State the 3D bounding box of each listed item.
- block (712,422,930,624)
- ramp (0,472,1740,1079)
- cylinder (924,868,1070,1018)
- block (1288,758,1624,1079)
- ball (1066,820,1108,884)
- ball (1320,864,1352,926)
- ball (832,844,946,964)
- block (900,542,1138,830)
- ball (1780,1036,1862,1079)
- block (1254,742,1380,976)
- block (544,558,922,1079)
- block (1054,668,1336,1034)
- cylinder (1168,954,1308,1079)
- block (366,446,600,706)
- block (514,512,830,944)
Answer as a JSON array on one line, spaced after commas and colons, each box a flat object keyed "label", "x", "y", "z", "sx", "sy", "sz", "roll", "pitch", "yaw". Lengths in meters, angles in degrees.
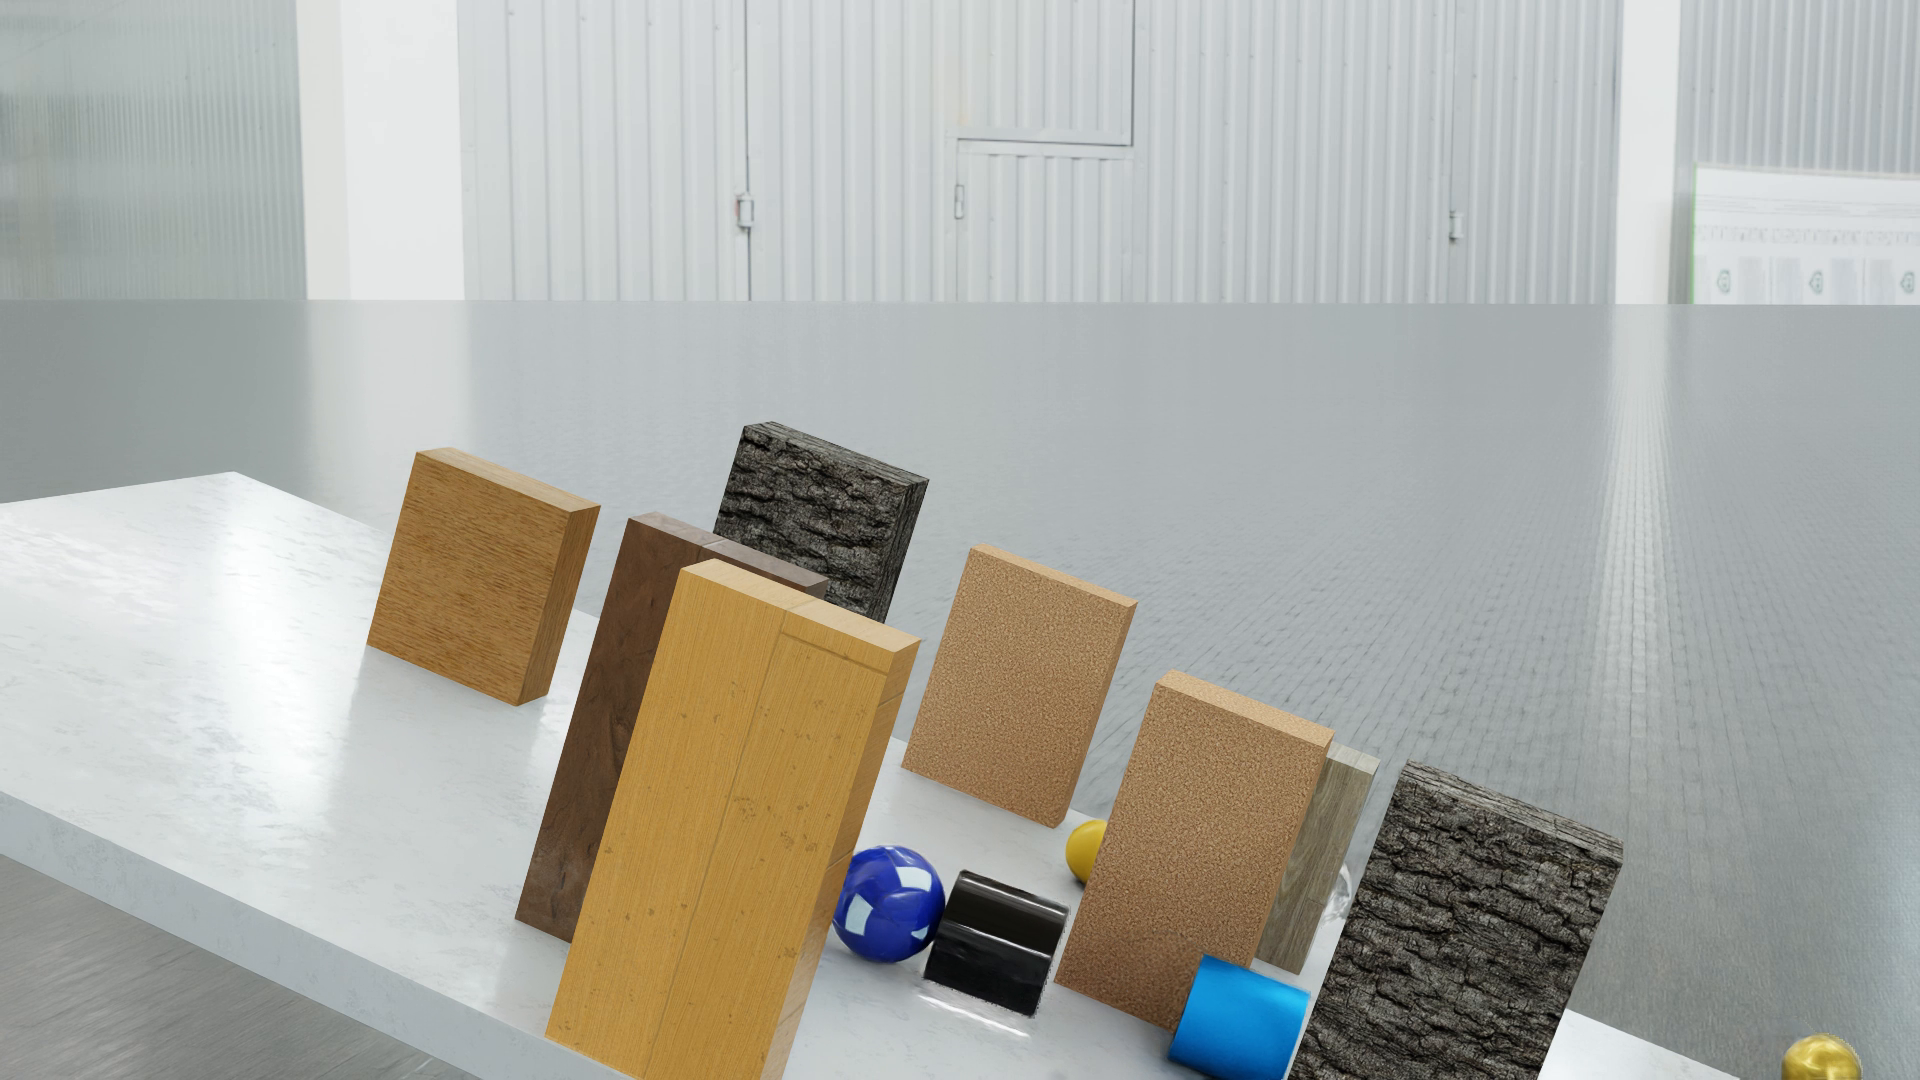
[{"label": "block", "x": -0.344, "y": 0.212, "z": 4.127, "sx": 0.328, "sy": 0.798, "sz": 0.140, "roll": 21, "pitch": 12, "yaw": 14}, {"label": "ramp", "x": -0.355, "y": 0.669, "z": 4.225, "sx": 4.000, "sy": 0.100, "sz": 2.000, "roll": 21, "pitch": 12, "yaw": 14}, {"label": "cylinder", "x": 0.066, "y": 0.713, "z": 3.892, "sx": 0.204, "sy": 0.204, "sz": 0.204, "roll": 19, "pitch": 9, "yaw": 6}, {"label": "block", "x": 0.778, "y": 0.749, "z": 3.576, "sx": 0.361, "sy": 0.687, "sz": 0.148, "roll": 21, "pitch": 12, "yaw": 14}, {"label": "ball", "x": 0.291, "y": 0.659, "z": 4.623, "sx": 0.140, "sy": 0.140, "sz": 0.140, "roll": 0, "pitch": 7, "yaw": 0}, {"label": "ball", "x": 0.763, "y": 0.753, "z": 4.785, "sx": 0.178, "sy": 0.178, "sz": 0.178, "roll": 0, "pitch": 7, "yaw": 0}, {"label": "ball", "x": -0.129, "y": 0.645, "z": 3.905, "sx": 0.208, "sy": 0.208, "sz": 0.208, "roll": 0, "pitch": 7, "yaw": 0}, {"label": "block", "x": 0.131, "y": 0.326, "z": 4.944, "sx": 0.379, "sy": 0.535, "sz": 0.099, "roll": 21, "pitch": 12, "yaw": 14}, {"label": "ball", "x": 1.844, "y": 1.144, "z": 4.711, "sx": 0.163, "sy": 0.163, "sz": 0.163, "roll": 0, "pitch": 7, "yaw": 0}, {"label": "block", "x": 0.596, "y": 0.602, "z": 4.563, "sx": 0.406, "sy": 0.451, "sz": 0.145, "roll": 21, "pitch": 12, "yaw": 14}, {"label": "block", "x": -0.337, "y": 0.441, "z": 3.212, "sx": 0.336, "sy": 0.749, "sz": 0.121, "roll": 21, "pitch": 12, "yaw": 14}, {"label": "block", "x": 0.429, "y": 0.583, "z": 4.038, "sx": 0.319, "sy": 0.602, "sz": 0.149, "roll": 21, "pitch": 12, "yaw": 14}, {"label": "cylinder", "x": 0.489, "y": 0.856, "z": 3.874, "sx": 0.195, "sy": 0.195, "sz": 0.195, "roll": 19, "pitch": 10, "yaw": 9}, {"label": "block", "x": -1.013, "y": 0.074, "z": 4.670, "sx": 0.372, "sy": 0.436, "sz": 0.142, "roll": 21, "pitch": 12, "yaw": 14}, {"label": "block", "x": -0.472, "y": 0.343, "z": 3.565, "sx": 0.316, "sy": 0.707, "sz": 0.102, "roll": 21, "pitch": 12, "yaw": 14}]
